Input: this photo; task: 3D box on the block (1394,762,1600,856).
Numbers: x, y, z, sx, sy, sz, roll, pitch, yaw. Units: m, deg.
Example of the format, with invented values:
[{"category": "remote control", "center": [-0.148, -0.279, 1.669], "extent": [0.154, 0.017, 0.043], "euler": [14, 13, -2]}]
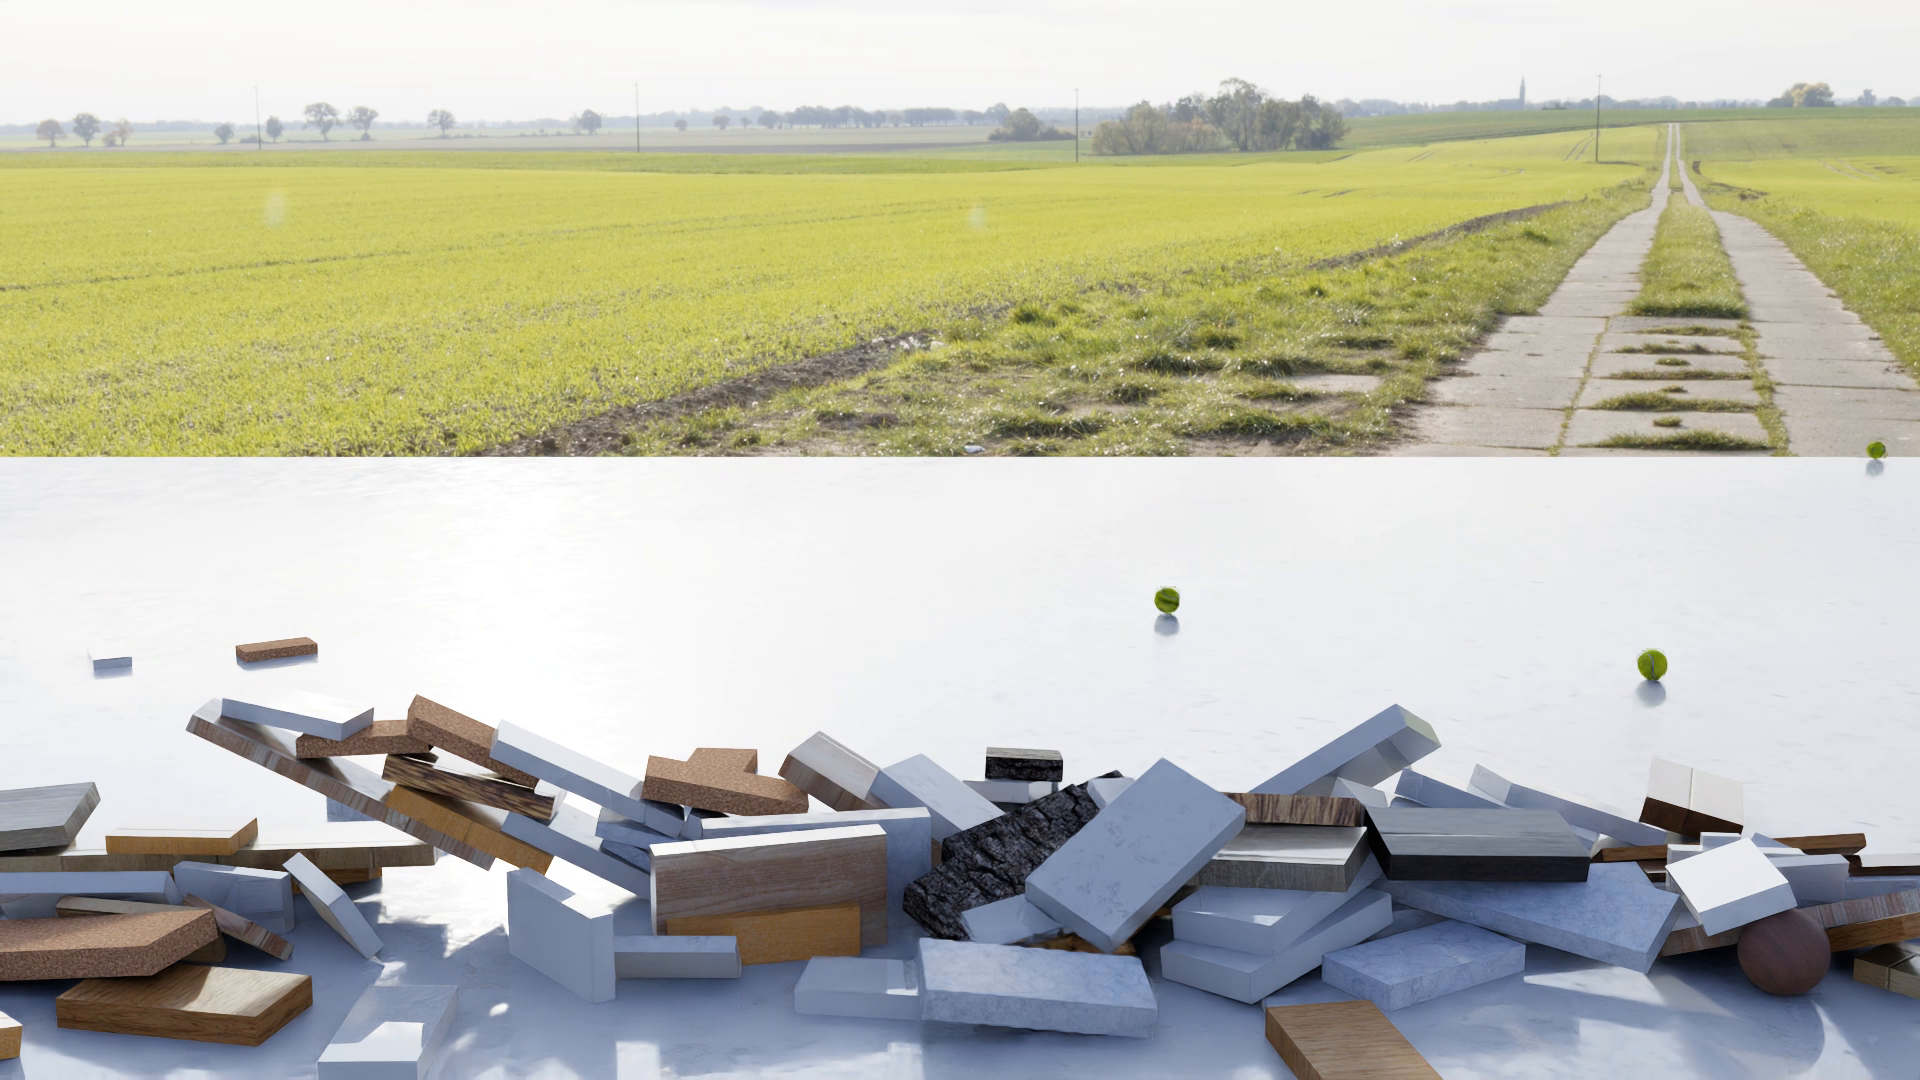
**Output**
[{"category": "block", "center": [0.933, 0.475, 3.816], "extent": [0.337, 0.048, 0.168], "euler": [21, 4, 19]}]

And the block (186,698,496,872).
[{"category": "block", "center": [-1.006, 0.402, 3.628], "extent": [0.538, 0.031, 0.108], "euler": [26, 9, -5]}]

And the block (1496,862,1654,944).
[{"category": "block", "center": [0.973, 0.576, 3.501], "extent": [0.283, 0.040, 0.142], "euler": [-1, 28, -12]}]

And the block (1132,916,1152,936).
[{"category": "block", "center": [0.258, 0.597, 3.524], "extent": [0.086, 0.024, 0.171], "euler": [4, 6, 19]}]

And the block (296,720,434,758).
[{"category": "block", "center": [-0.973, 0.326, 3.630], "extent": [0.216, 0.031, 0.108], "euler": [-3, 10, 0]}]

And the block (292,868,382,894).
[{"category": "block", "center": [-1.102, 0.563, 3.732], "extent": [0.212, 0.030, 0.106], "euler": [-7, 13, -34]}]

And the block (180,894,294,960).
[{"category": "block", "center": [-1.120, 0.598, 3.405], "extent": [0.186, 0.026, 0.093], "euler": [9, -26, 41]}]

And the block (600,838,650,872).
[{"category": "block", "center": [-0.501, 0.530, 3.663], "extent": [0.189, 0.027, 0.095], "euler": [29, 9, -1]}]

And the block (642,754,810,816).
[{"category": "block", "center": [-0.390, 0.418, 3.666], "extent": [0.272, 0.039, 0.136], "euler": [11, 7, -7]}]

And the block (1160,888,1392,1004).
[{"category": "block", "center": [0.485, 0.602, 3.350], "extent": [0.344, 0.049, 0.172], "euler": [-18, 16, -41]}]

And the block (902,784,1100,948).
[{"category": "block", "center": [0.107, 0.526, 3.416], "extent": [0.360, 0.051, 0.180], "euler": [-27, 50, -34]}]

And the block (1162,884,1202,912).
[{"category": "block", "center": [0.398, 0.560, 3.555], "extent": [0.126, 0.036, 0.252], "euler": [22, 13, 40]}]

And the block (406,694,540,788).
[{"category": "block", "center": [-0.795, 0.330, 3.605], "extent": [0.227, 0.032, 0.113], "euler": [27, 8, -18]}]

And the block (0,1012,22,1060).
[{"category": "block", "center": [-1.455, 0.666, 3.071], "extent": [0.311, 0.044, 0.156], "euler": [10, 5, 43]}]

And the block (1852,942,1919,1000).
[{"category": "block", "center": [1.463, 0.652, 3.244], "extent": [0.121, 0.034, 0.241], "euler": [-9, 14, -40]}]

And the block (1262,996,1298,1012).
[{"category": "block", "center": [0.467, 0.680, 3.147], "extent": [0.049, 0.014, 0.097], "euler": [-1, 11, -4]}]

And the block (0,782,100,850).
[{"category": "block", "center": [-1.570, 0.461, 3.621], "extent": [0.261, 0.037, 0.131], "euler": [-6, 26, 5]}]

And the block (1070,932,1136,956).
[{"category": "block", "center": [0.204, 0.604, 3.394], "extent": [0.085, 0.024, 0.171], "euler": [-11, 25, -11]}]

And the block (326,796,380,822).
[{"category": "block", "center": [-1.032, 0.494, 4.075], "extent": [0.288, 0.041, 0.144], "euler": [9, 14, 41]}]

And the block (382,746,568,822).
[{"category": "block", "center": [-0.798, 0.392, 3.642], "extent": [0.282, 0.040, 0.141], "euler": [14, 10, -1]}]

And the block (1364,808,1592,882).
[{"category": "block", "center": [0.804, 0.475, 3.435], "extent": [0.313, 0.044, 0.157], "euler": [1, 20, -5]}]

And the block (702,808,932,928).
[{"category": "block", "center": [-0.228, 0.529, 3.504], "extent": [0.360, 0.180, 0.051], "euler": [-2, 11, -10]}]

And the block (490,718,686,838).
[{"category": "block", "center": [-0.610, 0.391, 3.611], "extent": [0.333, 0.032, 0.113], "euler": [26, 8, -14]}]

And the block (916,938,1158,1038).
[{"category": "block", "center": [0.106, 0.638, 3.136], "extent": [0.327, 0.046, 0.163], "euler": [6, 14, -6]}]

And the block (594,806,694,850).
[{"category": "block", "center": [-0.505, 0.484, 3.634], "extent": [0.189, 0.027, 0.094], "euler": [16, 10, -9]}]

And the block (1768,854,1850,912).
[{"category": "block", "center": [1.314, 0.562, 3.525], "extent": [0.208, 0.104, 0.029], "euler": [-2, 20, -10]}]

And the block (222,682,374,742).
[{"category": "block", "center": [-1.090, 0.282, 3.625], "extent": [0.216, 0.031, 0.108], "euler": [10, 13, 12]}]

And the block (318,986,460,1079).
[{"category": "block", "center": [-0.788, 0.686, 3.050], "extent": [0.131, 0.037, 0.263], "euler": [0, 11, -1]}]

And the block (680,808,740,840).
[{"category": "block", "center": [-0.325, 0.512, 3.670], "extent": [0.272, 0.039, 0.136], "euler": [25, 9, -1]}]

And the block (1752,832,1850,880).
[{"category": "block", "center": [1.375, 0.548, 3.631], "extent": [0.159, 0.023, 0.080], "euler": [25, 44, 24]}]

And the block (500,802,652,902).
[{"category": "block", "center": [-0.617, 0.506, 3.673], "extent": [0.282, 0.040, 0.141], "euler": [26, 9, -5]}]

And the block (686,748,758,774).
[{"category": "block", "center": [-0.478, 0.457, 4.291], "extent": [0.123, 0.035, 0.247], "euler": [1, 11, 5]}]

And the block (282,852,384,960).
[{"category": "block", "center": [-0.985, 0.572, 3.451], "extent": [0.032, 0.113, 0.227], "euler": [-39, 28, -22]}]

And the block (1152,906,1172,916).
[{"category": "block", "center": [0.330, 0.575, 3.555], "extent": [0.171, 0.024, 0.085], "euler": [5, 15, -44]}]

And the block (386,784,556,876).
[{"category": "block", "center": [-0.800, 0.463, 3.651], "extent": [0.282, 0.040, 0.141], "euler": [26, 9, -5]}]

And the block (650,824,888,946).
[{"category": "block", "center": [-0.294, 0.549, 3.398], "extent": [0.360, 0.180, 0.051], "euler": [-3, 11, -16]}]

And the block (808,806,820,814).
[{"category": "block", "center": [-0.185, 0.515, 3.699], "extent": [0.272, 0.039, 0.136], "euler": [20, 8, 6]}]

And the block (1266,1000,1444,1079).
[{"category": "block", "center": [0.531, 0.701, 2.951], "extent": [0.153, 0.043, 0.307], "euler": [-2, 11, -10]}]

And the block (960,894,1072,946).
[{"category": "block", "center": [0.088, 0.573, 3.300], "extent": [0.156, 0.022, 0.078], "euler": [-13, 44, -22]}]

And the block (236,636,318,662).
[{"category": "block", "center": [-1.662, 0.266, 5.348], "extent": [0.175, 0.025, 0.087], "euler": [-7, 12, -32]}]
